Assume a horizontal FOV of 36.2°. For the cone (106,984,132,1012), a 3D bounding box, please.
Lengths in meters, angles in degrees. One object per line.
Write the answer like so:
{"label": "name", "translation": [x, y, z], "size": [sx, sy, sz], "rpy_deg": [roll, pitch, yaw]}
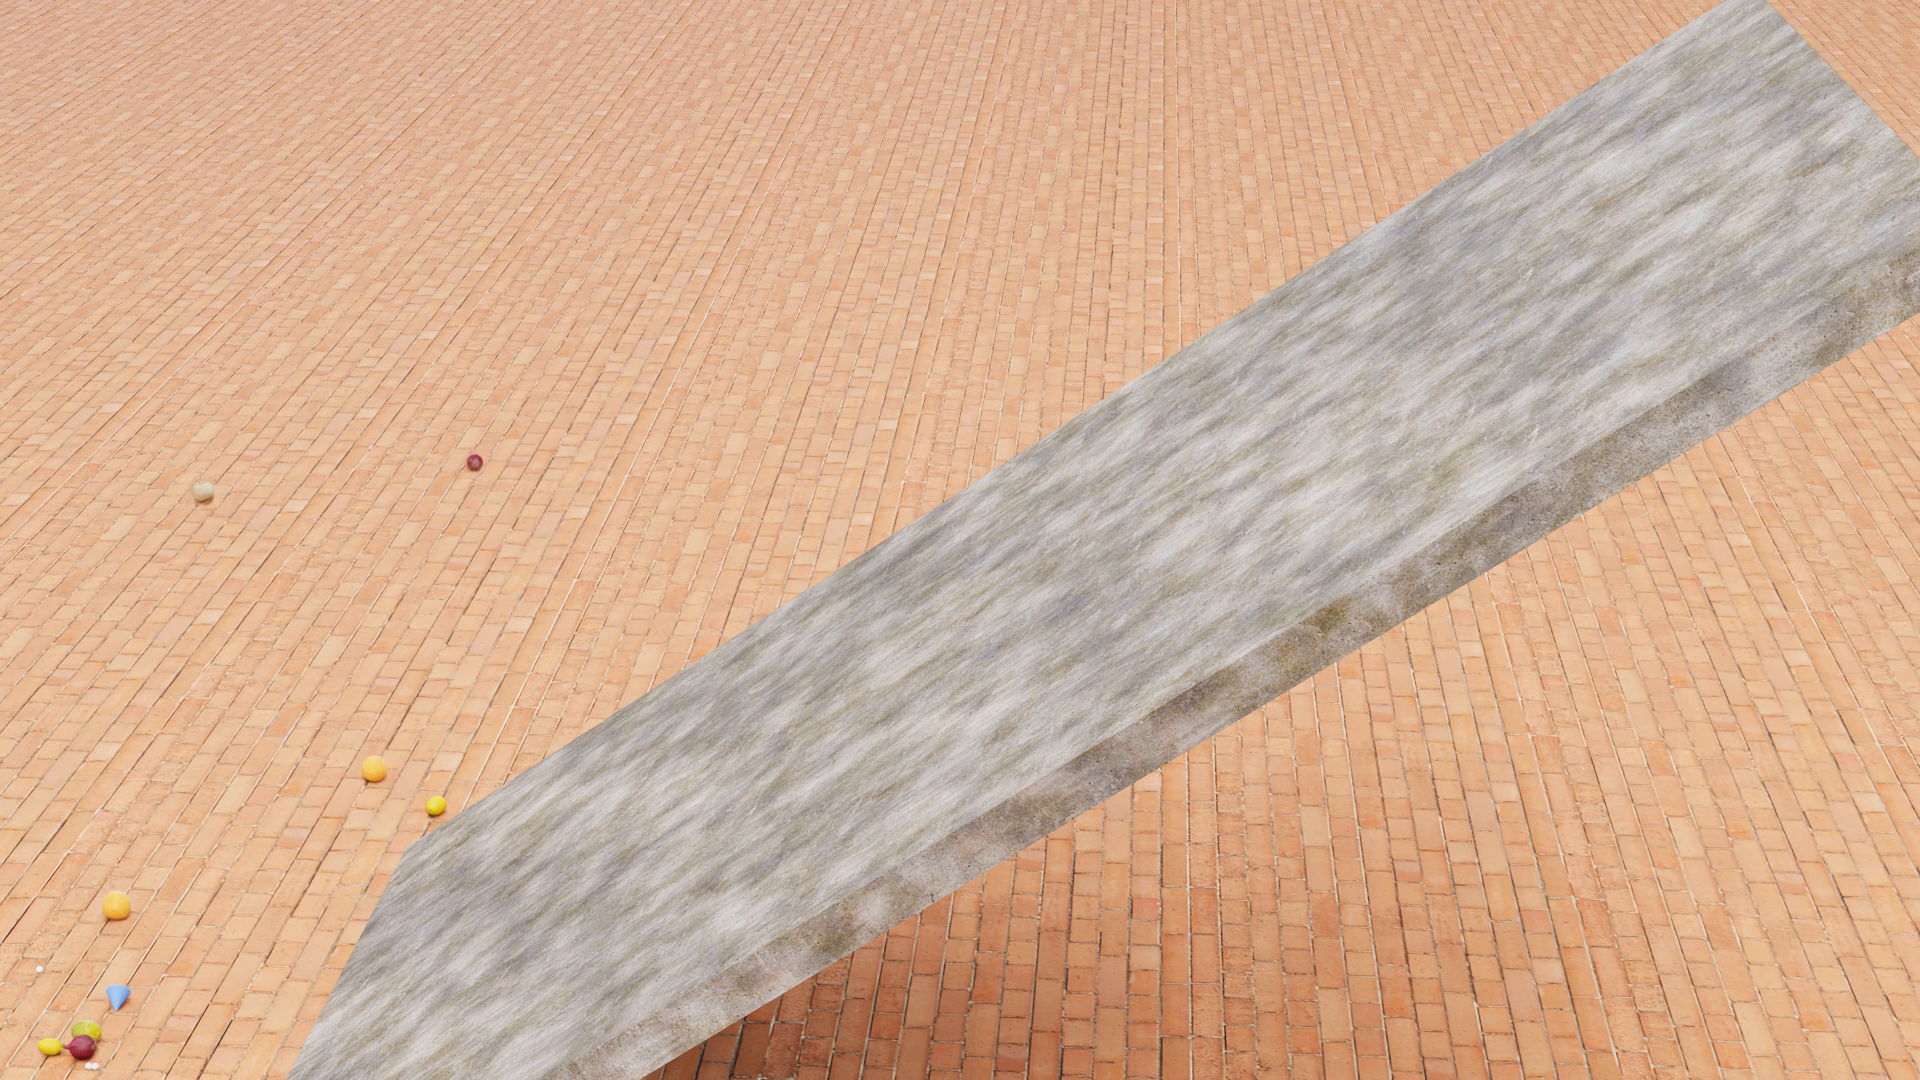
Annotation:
{"label": "cone", "translation": [-2.044, 1.121, 7.136], "size": [0.060, 0.060, 0.060], "rpy_deg": [-2, 48, -6]}

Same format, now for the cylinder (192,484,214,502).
{"label": "cylinder", "translation": [-2.669, -0.167, 10.367], "size": [0.060, 0.060, 0.060], "rpy_deg": [-12, 24, -29]}

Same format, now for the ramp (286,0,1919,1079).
{"label": "ramp", "translation": [0.135, 0.174, 6.307], "size": [4.000, 0.100, 2.000], "rpy_deg": [-33, 16, 15]}
